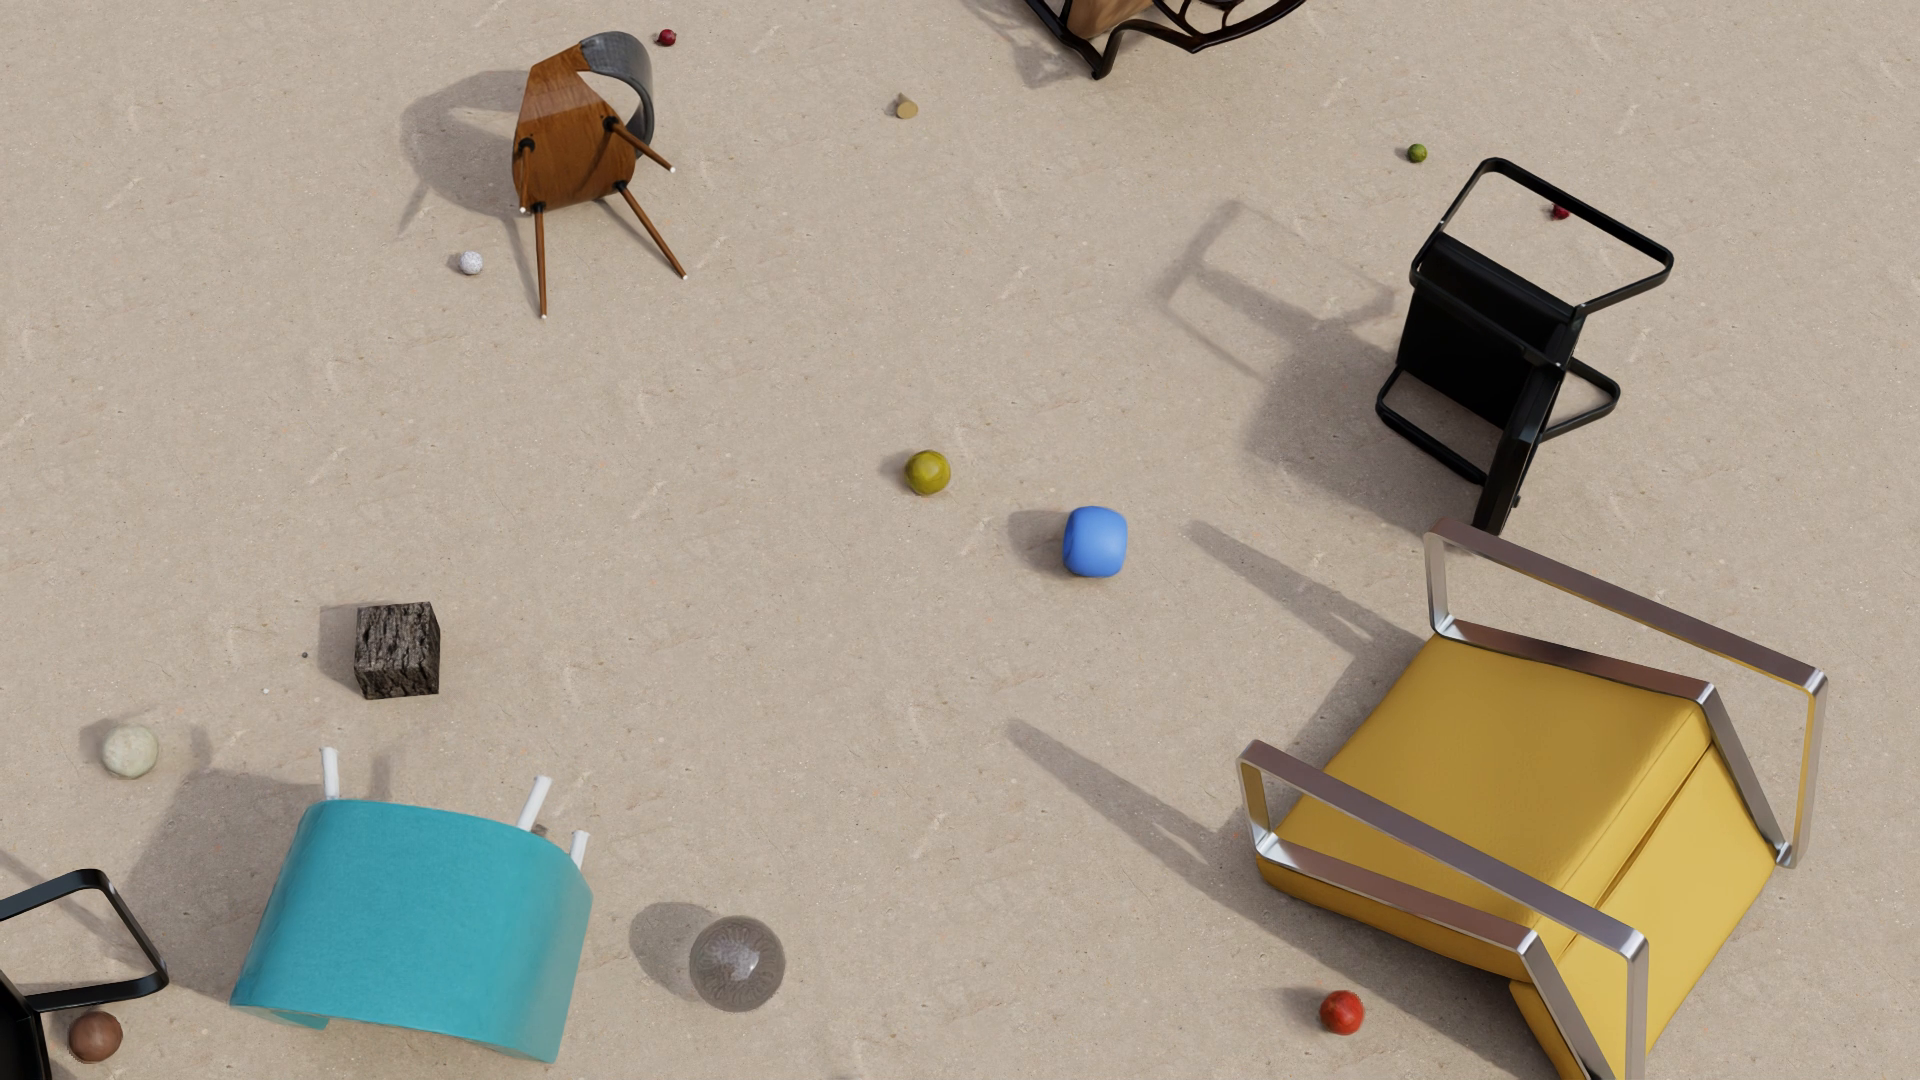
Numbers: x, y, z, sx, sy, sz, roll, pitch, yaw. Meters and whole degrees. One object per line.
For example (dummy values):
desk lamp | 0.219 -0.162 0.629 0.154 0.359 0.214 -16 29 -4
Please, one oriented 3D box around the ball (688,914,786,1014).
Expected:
ball | -0.576 1.096 5.688 0.250 0.250 0.250 0 56 0

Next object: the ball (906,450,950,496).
ball | -0.096 -0.204 6.629 0.137 0.137 0.137 0 56 0

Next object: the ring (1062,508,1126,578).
ring | 0.395 0.007 6.455 0.161 0.198 0.221 9 43 -7

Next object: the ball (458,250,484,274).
ball | -1.584 -0.900 7.130 0.079 0.079 0.079 0 56 0

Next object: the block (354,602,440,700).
block | -1.602 0.316 6.268 0.204 0.155 0.216 -5 56 -3

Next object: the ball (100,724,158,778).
ball | -2.300 0.583 6.091 0.153 0.153 0.153 0 56 0

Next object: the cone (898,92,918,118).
cone | -0.193 -1.511 7.569 0.074 0.066 0.129 -9 42 -9
